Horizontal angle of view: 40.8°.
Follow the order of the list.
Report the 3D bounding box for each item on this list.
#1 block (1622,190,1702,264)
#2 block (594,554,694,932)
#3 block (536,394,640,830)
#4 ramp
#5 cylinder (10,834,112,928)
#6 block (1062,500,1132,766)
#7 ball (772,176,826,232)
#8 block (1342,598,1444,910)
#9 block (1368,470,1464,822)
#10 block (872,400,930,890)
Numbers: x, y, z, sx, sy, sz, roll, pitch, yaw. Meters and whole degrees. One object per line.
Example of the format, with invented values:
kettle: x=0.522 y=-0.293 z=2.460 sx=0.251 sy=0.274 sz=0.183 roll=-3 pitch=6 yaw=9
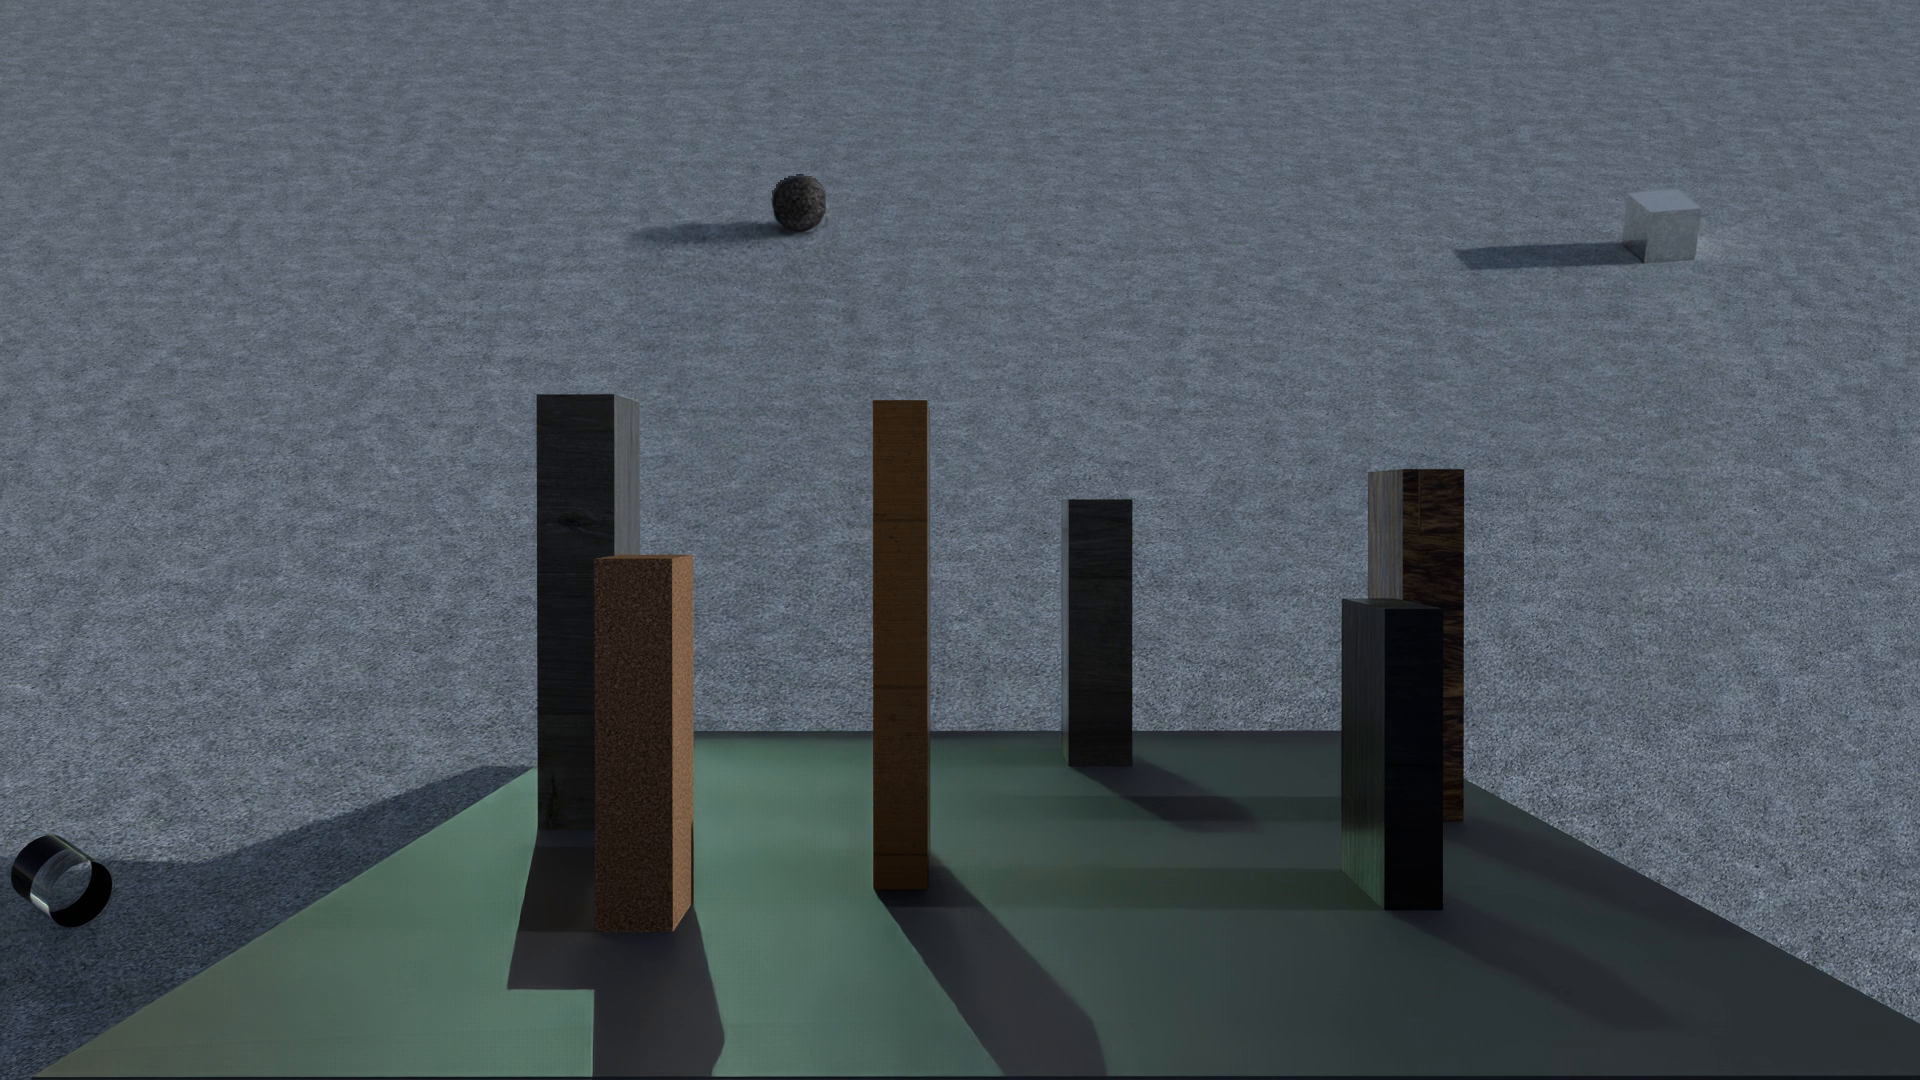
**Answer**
block: x=2.644 y=-1.183 z=9.741 sx=0.205 sy=0.205 sz=0.205 roll=-5 pitch=28 yaw=-10
block: x=-0.440 y=0.275 z=3.620 sx=0.105 sy=0.504 sz=0.276 roll=0 pitch=1 yaw=0
block: x=-0.682 y=0.126 z=4.766 sx=0.138 sy=0.773 sz=0.366 roll=0 pitch=1 yaw=0
ramp: x=0.063 y=0.564 z=4.603 sx=2.000 sy=0.100 sz=4.000 roll=0 pitch=1 yaw=0
cylinder: x=-2.099 y=0.796 z=6.034 sx=0.164 sy=0.164 sz=0.164 roll=23 pitch=35 yaw=36
block: x=0.310 y=0.202 z=5.904 sx=0.141 sy=0.589 sz=0.411 roll=0 pitch=1 yaw=0
ball: x=-0.618 y=-1.294 z=9.947 sx=0.209 sy=0.209 sz=0.209 roll=0 pitch=28 yaw=0
block: x=0.644 y=0.309 z=3.872 sx=0.083 sy=0.429 sz=0.410 roll=0 pitch=1 yaw=0
block: x=0.858 y=0.189 z=4.882 sx=0.111 sy=0.641 sz=0.397 roll=0 pitch=1 yaw=0
block: x=-0.090 y=0.154 z=4.090 sx=0.081 sy=0.733 sz=0.449 roll=0 pitch=1 yaw=0
